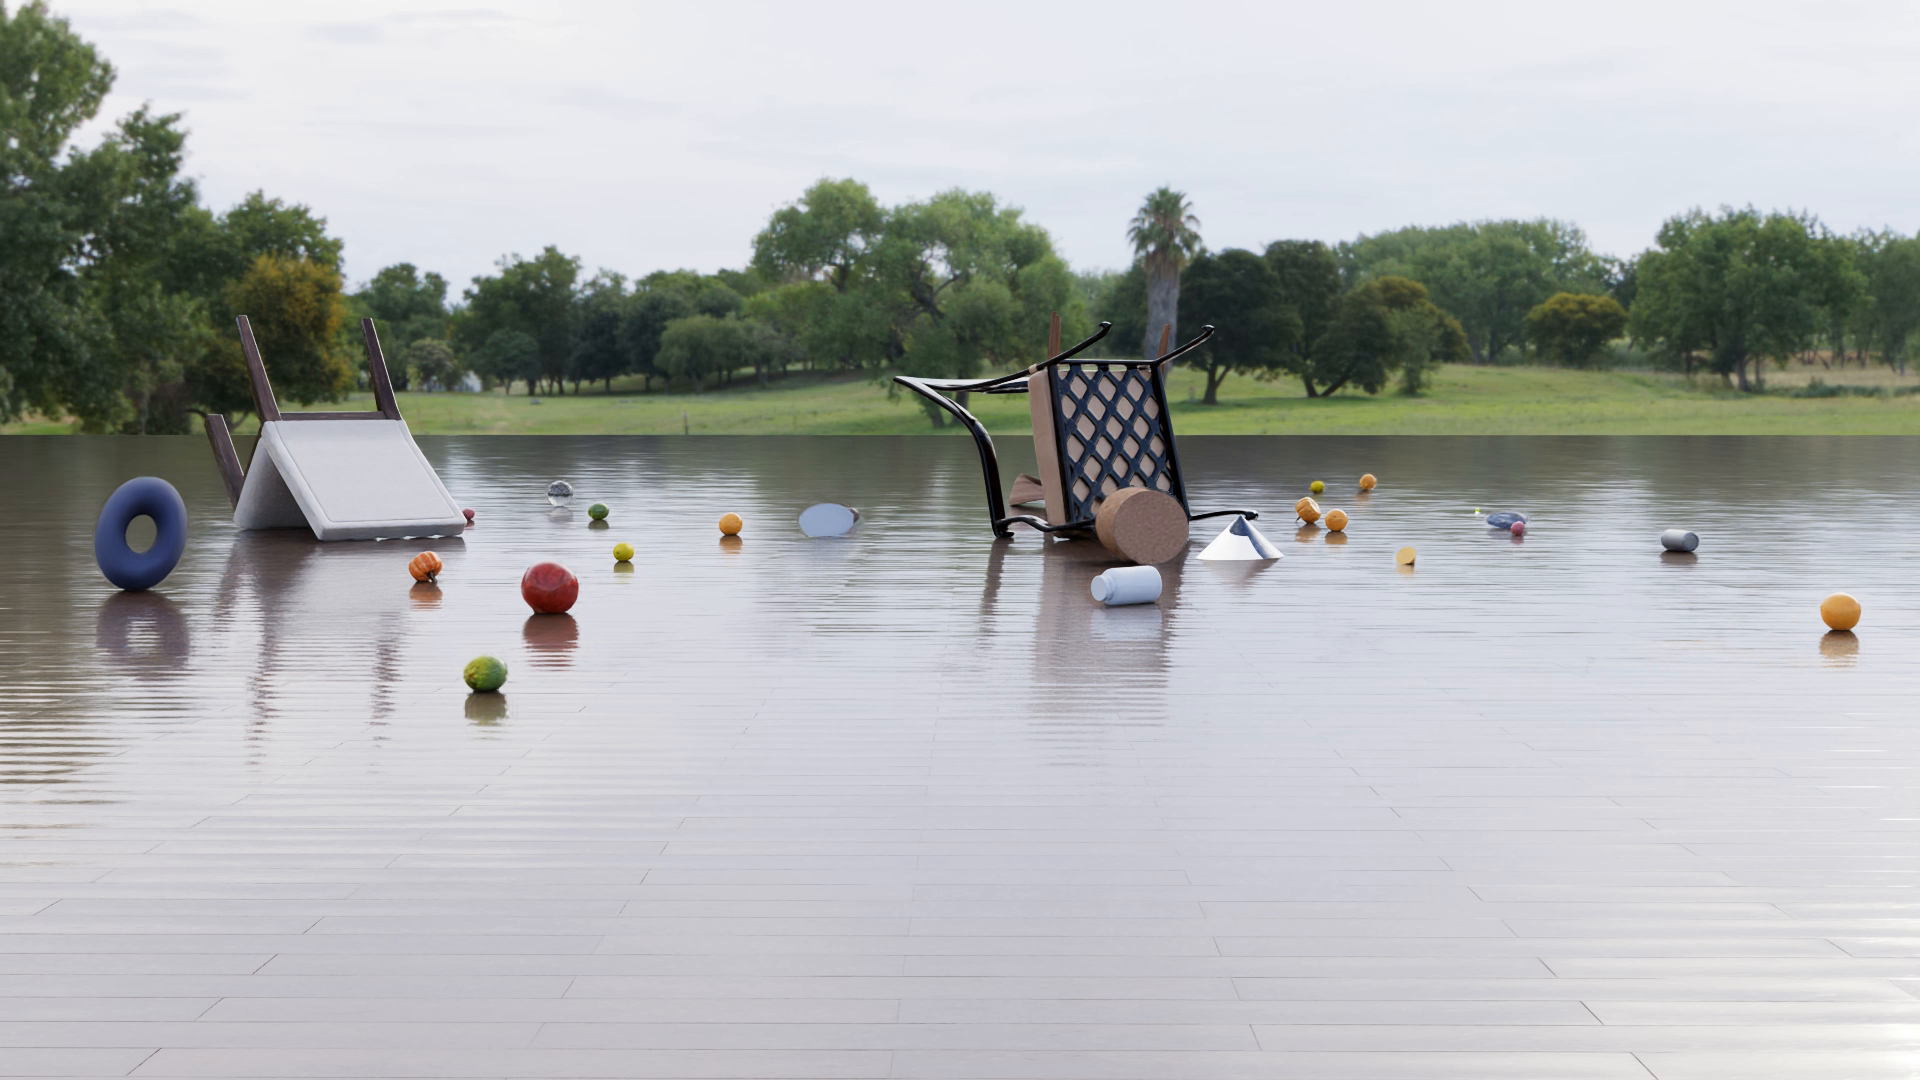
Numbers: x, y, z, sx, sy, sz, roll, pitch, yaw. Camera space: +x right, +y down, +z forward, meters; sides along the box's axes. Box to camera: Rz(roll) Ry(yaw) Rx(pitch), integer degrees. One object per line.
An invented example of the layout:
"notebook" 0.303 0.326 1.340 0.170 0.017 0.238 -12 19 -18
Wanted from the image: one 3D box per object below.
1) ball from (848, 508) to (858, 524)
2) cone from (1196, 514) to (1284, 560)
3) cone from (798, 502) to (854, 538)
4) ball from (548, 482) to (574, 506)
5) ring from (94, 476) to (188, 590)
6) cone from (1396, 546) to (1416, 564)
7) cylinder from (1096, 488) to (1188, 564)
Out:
"ball" -0.363 -0.079 7.293 0.056 0.056 0.056 0 4 0
"cone" 0.752 -0.012 5.897 0.282 0.112 0.188 -3 5 -40
"cone" -0.420 -0.037 6.701 0.176 0.116 0.107 -9 -22 -22
"ball" -1.524 -0.176 8.390 0.098 0.098 0.098 0 4 0
"ring" -1.836 -0.015 4.933 0.192 0.261 0.129 15 -9 -23
"cone" 1.159 0.050 5.659 0.041 0.052 0.062 36 -17 -33
"cylinder" 0.470 -0.037 5.699 0.199 0.189 0.177 13 1 -12
